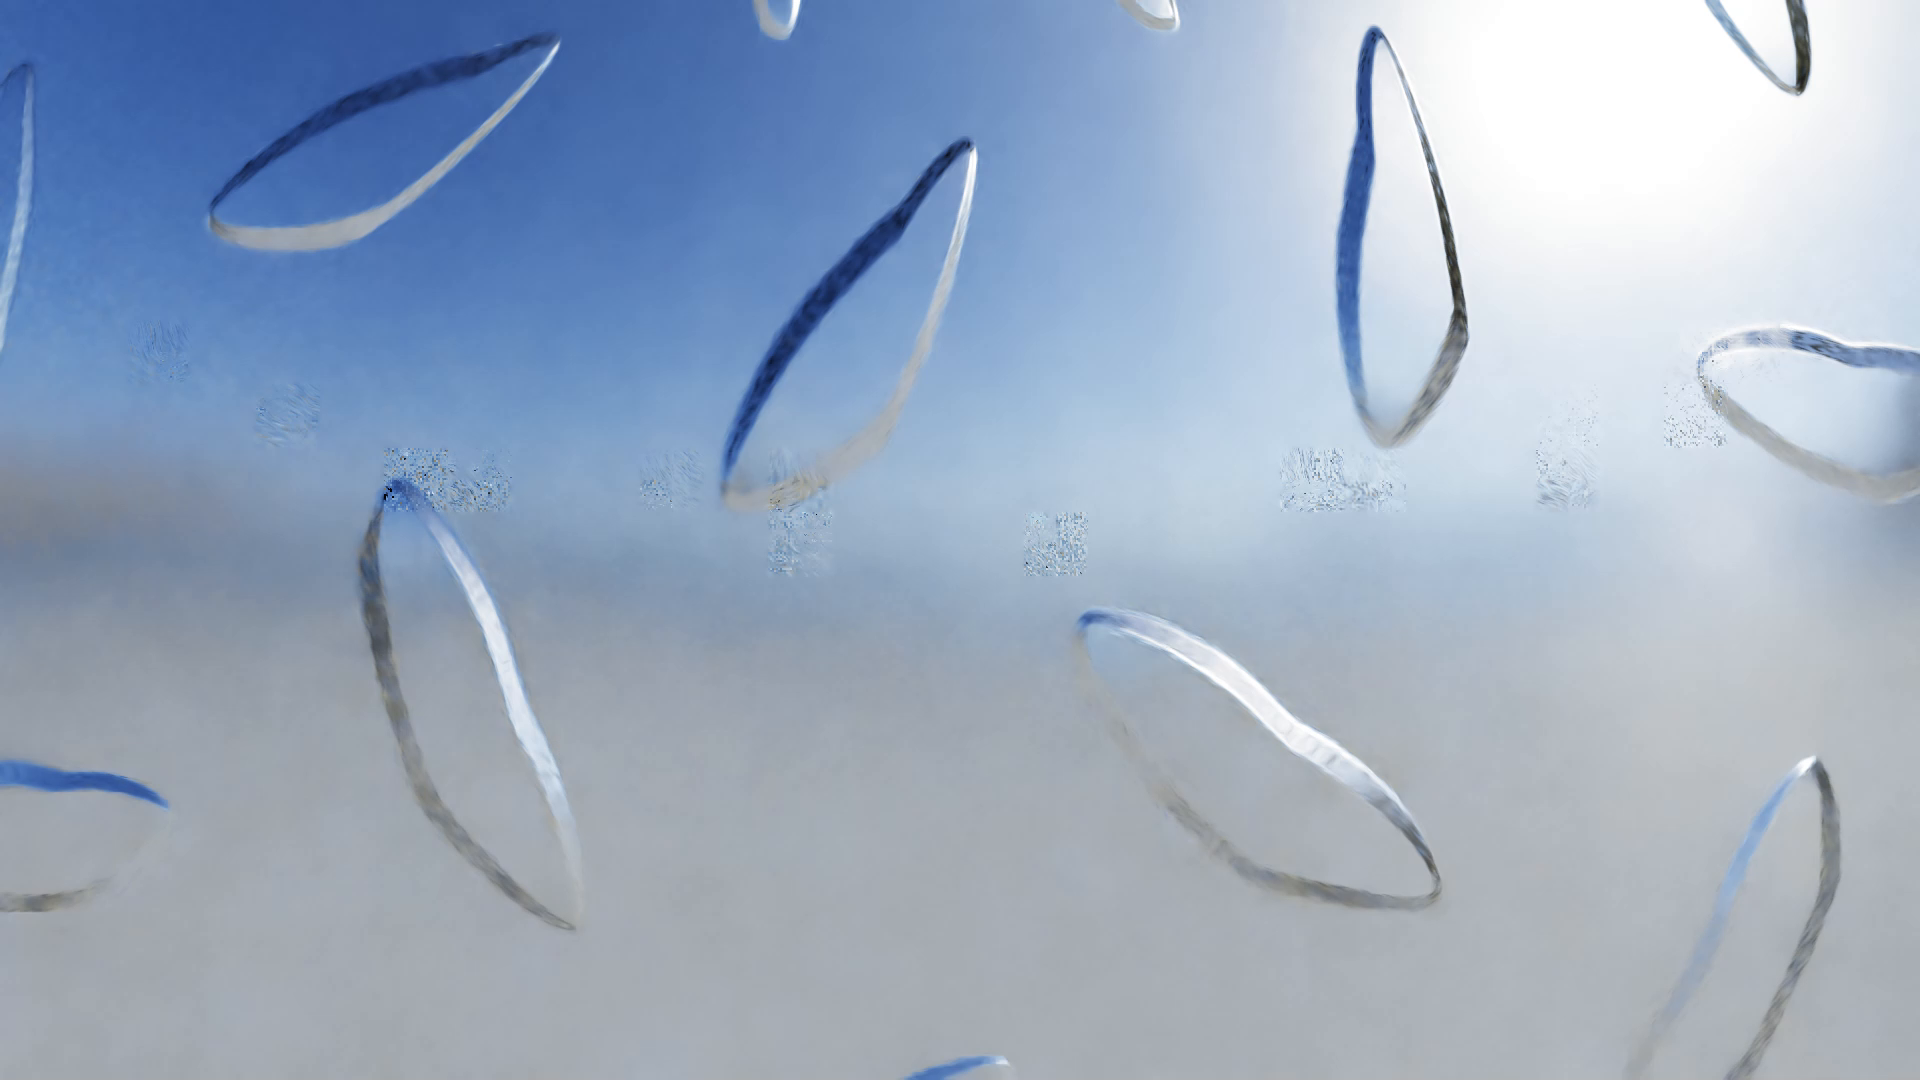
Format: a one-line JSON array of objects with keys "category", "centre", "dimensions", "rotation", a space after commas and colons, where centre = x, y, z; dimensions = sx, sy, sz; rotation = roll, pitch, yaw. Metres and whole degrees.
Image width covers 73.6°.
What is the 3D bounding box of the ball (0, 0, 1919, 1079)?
[{"category": "ball", "centre": [0.000, -0.002, 0.056], "dimensions": [0.080, 0.080, 0.080], "rotation": [0, 4, 0]}]
